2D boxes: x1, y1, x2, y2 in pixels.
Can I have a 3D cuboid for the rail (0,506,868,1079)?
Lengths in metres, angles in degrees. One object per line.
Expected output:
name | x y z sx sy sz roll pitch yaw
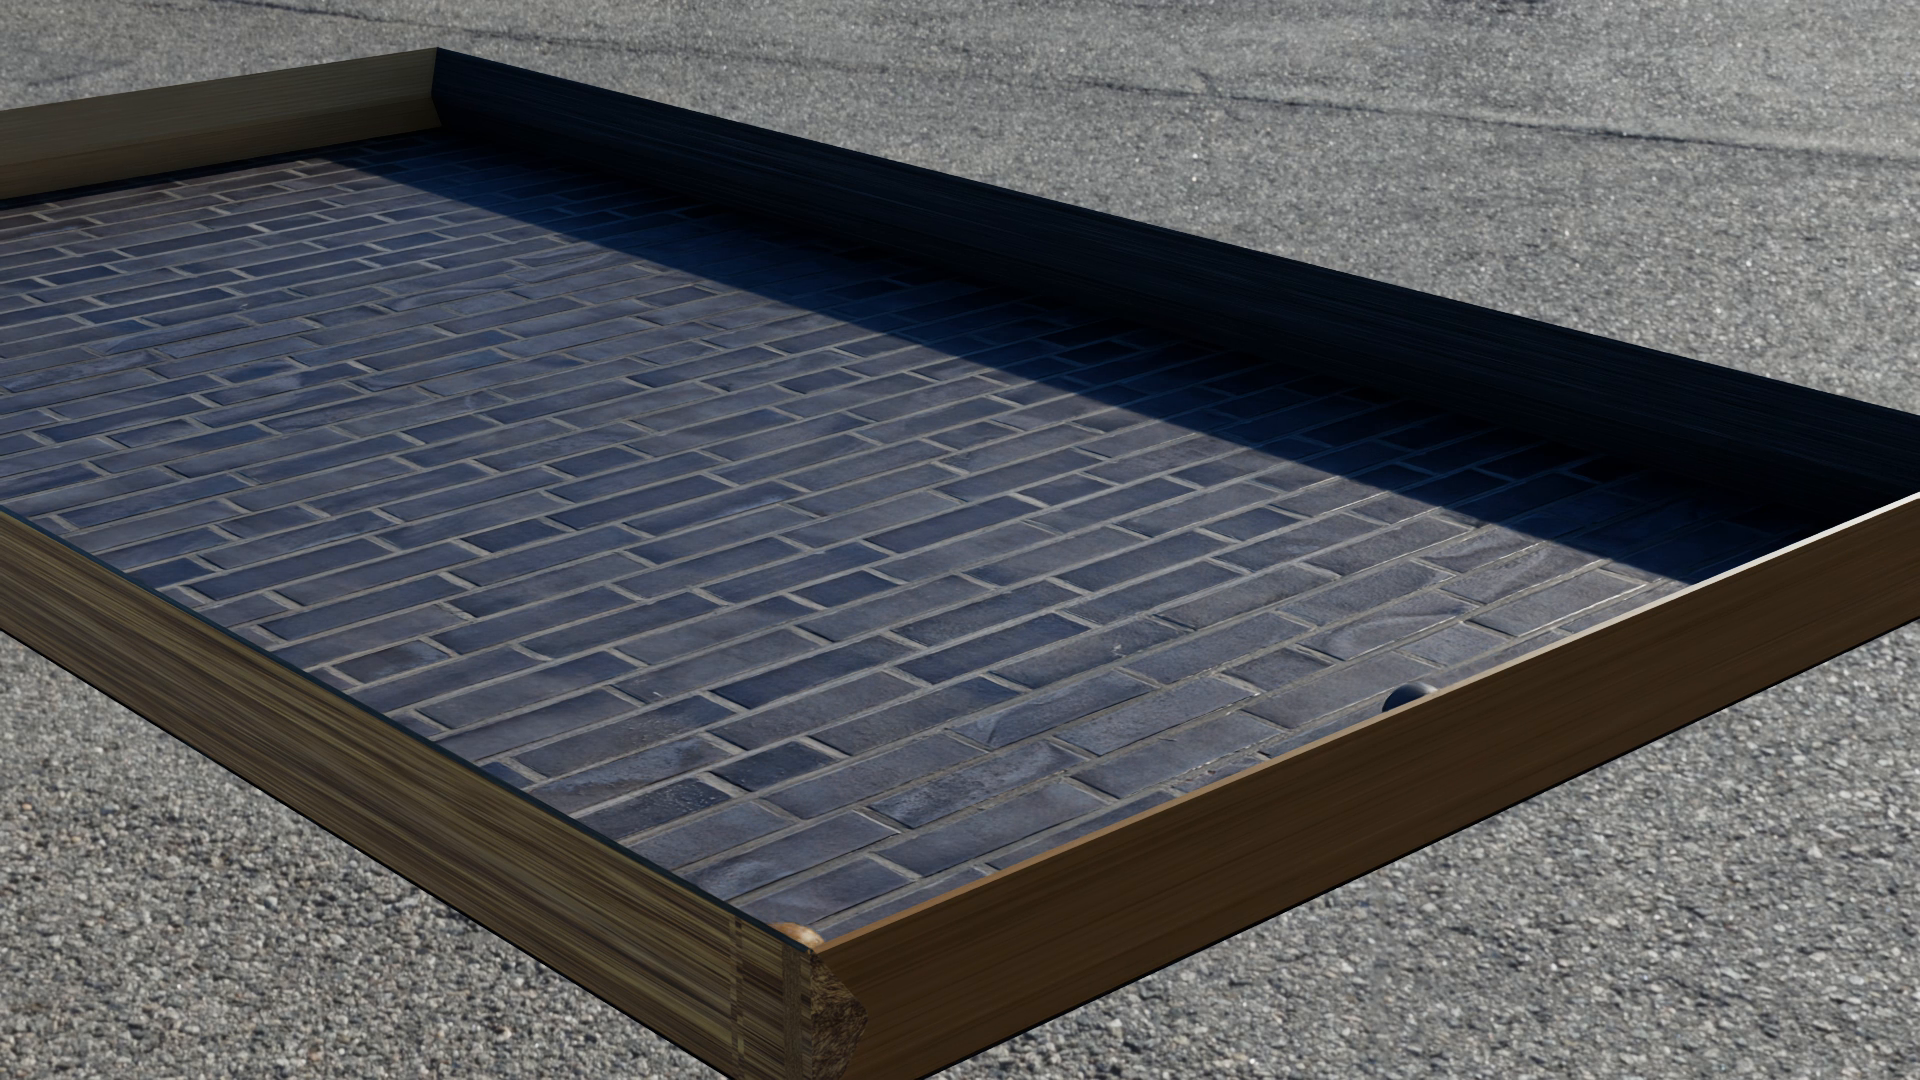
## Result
rail | -0.992 -0.038 2.792 0.045 0.125 2.725 -17 26 -39

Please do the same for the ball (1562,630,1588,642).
ball | 0.530 0.109 2.479 0.065 0.065 0.065 0 20 0

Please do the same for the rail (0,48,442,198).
rail | -1.359 -0.542 4.178 1.489 0.125 0.045 -17 26 -39

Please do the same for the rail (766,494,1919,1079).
rail | 0.442 0.135 2.316 1.489 0.125 0.045 -17 26 -39

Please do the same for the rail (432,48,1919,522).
rail | 0.075 -0.369 3.703 0.045 0.125 2.725 -17 26 -39

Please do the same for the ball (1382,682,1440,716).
ball | 0.372 0.145 2.391 0.058 0.058 0.058 0 20 0

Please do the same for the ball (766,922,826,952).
ball | -0.118 0.291 1.968 0.071 0.071 0.071 0 20 0
